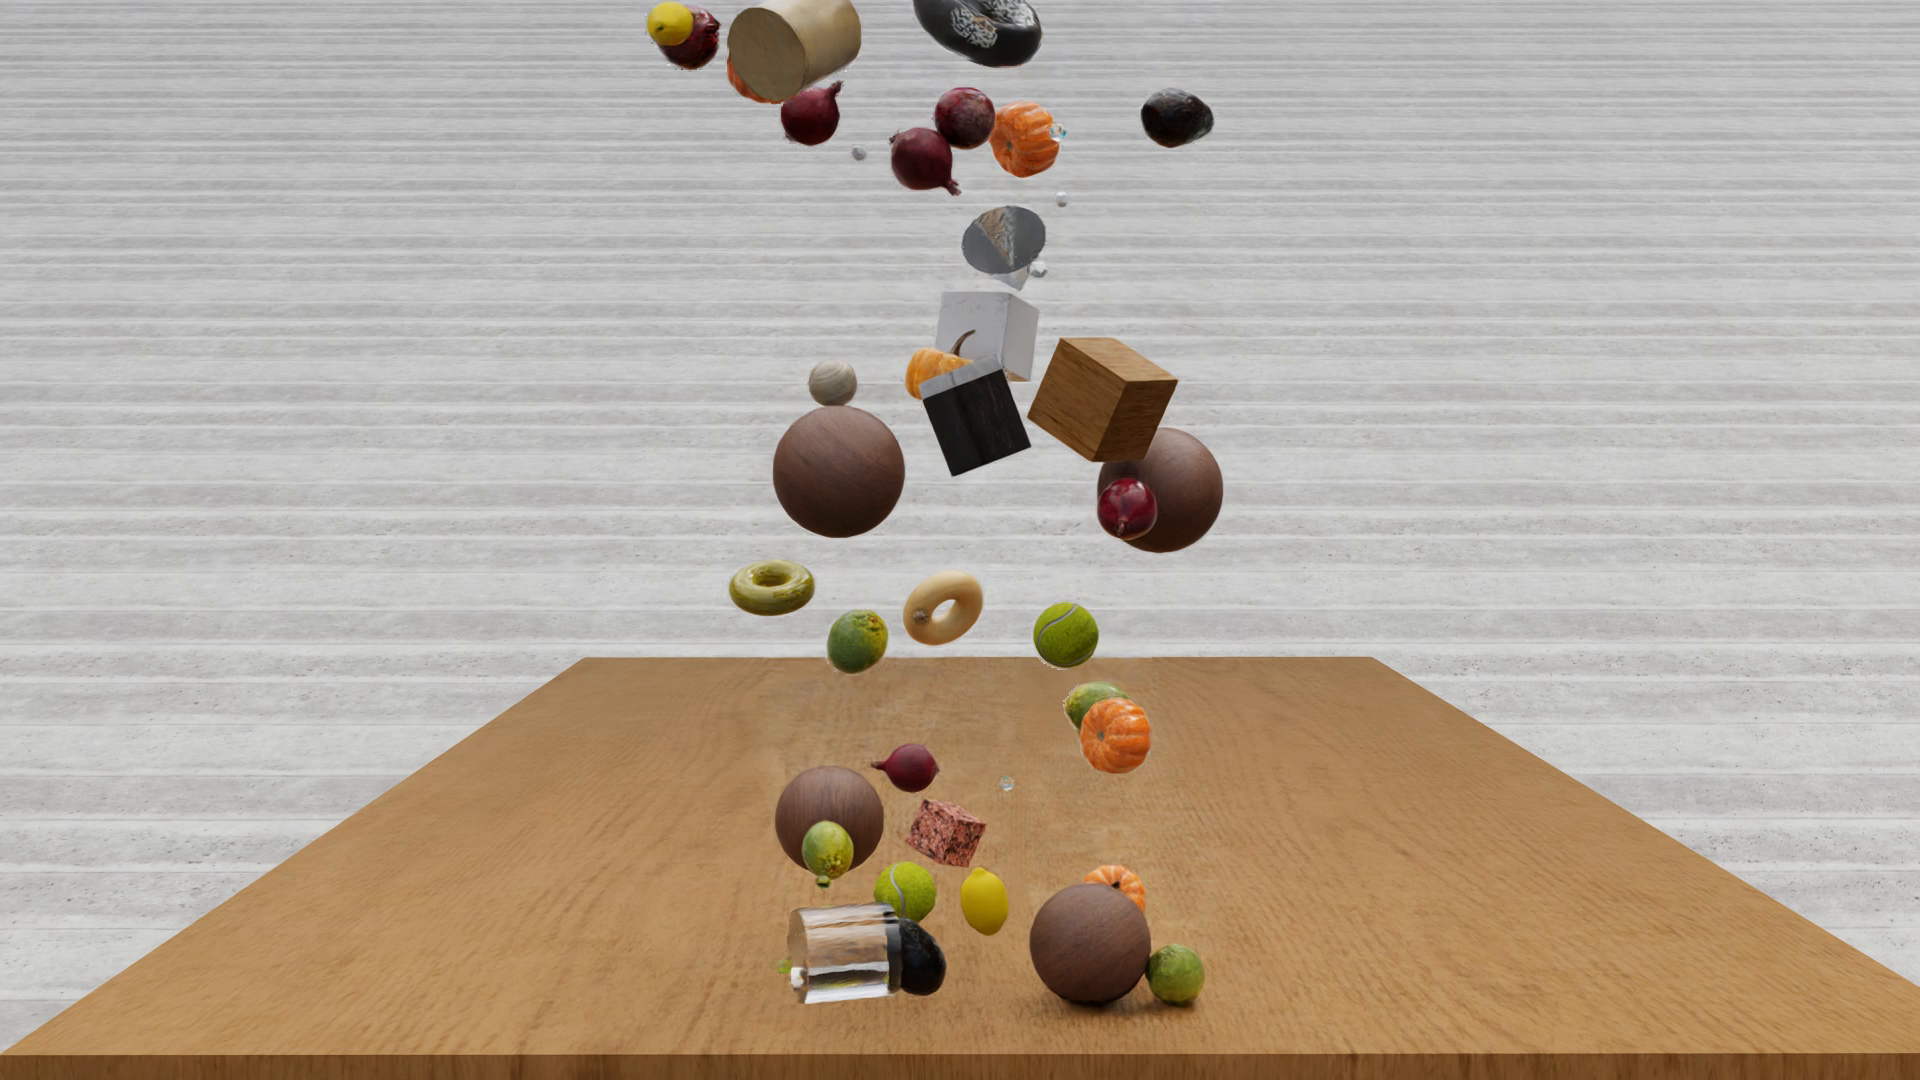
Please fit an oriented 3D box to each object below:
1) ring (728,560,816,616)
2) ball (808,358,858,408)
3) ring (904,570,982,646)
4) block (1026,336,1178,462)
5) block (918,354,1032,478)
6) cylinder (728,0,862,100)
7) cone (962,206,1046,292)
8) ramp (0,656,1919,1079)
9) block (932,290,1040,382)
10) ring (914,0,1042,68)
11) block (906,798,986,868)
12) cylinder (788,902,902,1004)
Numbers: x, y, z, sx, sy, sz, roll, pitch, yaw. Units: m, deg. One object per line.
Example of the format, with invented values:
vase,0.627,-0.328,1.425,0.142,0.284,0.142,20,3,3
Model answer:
ring,-0.196,0.050,2.691,0.091,0.030,0.091,-1,27,1
ball,-0.137,-0.169,2.770,0.053,0.053,0.053,0,21,0
ring,-0.019,0.080,3.041,0.103,0.103,0.034,-11,41,-26
block,0.141,-0.140,2.550,0.090,0.090,0.090,36,25,31
block,0.014,-0.125,2.566,0.084,0.084,0.084,-21,15,2
cylinder,-0.148,-0.448,2.301,0.085,0.085,0.085,14,34,31
cone,0.057,-0.296,2.780,0.092,0.092,0.092,-7,57,10
ramp,0.050,0.452,4.532,2.000,0.100,4.000,0,3,0
block,0.029,-0.226,2.856,0.082,0.082,0.082,5,-6,26
ring,0.017,-0.521,2.561,0.139,0.046,0.139,20,36,-15
block,-0.016,0.346,3.038,0.057,0.057,0.057,28,7,37
cylinder,-0.120,0.428,2.670,0.098,0.098,0.098,-2,21,-16
